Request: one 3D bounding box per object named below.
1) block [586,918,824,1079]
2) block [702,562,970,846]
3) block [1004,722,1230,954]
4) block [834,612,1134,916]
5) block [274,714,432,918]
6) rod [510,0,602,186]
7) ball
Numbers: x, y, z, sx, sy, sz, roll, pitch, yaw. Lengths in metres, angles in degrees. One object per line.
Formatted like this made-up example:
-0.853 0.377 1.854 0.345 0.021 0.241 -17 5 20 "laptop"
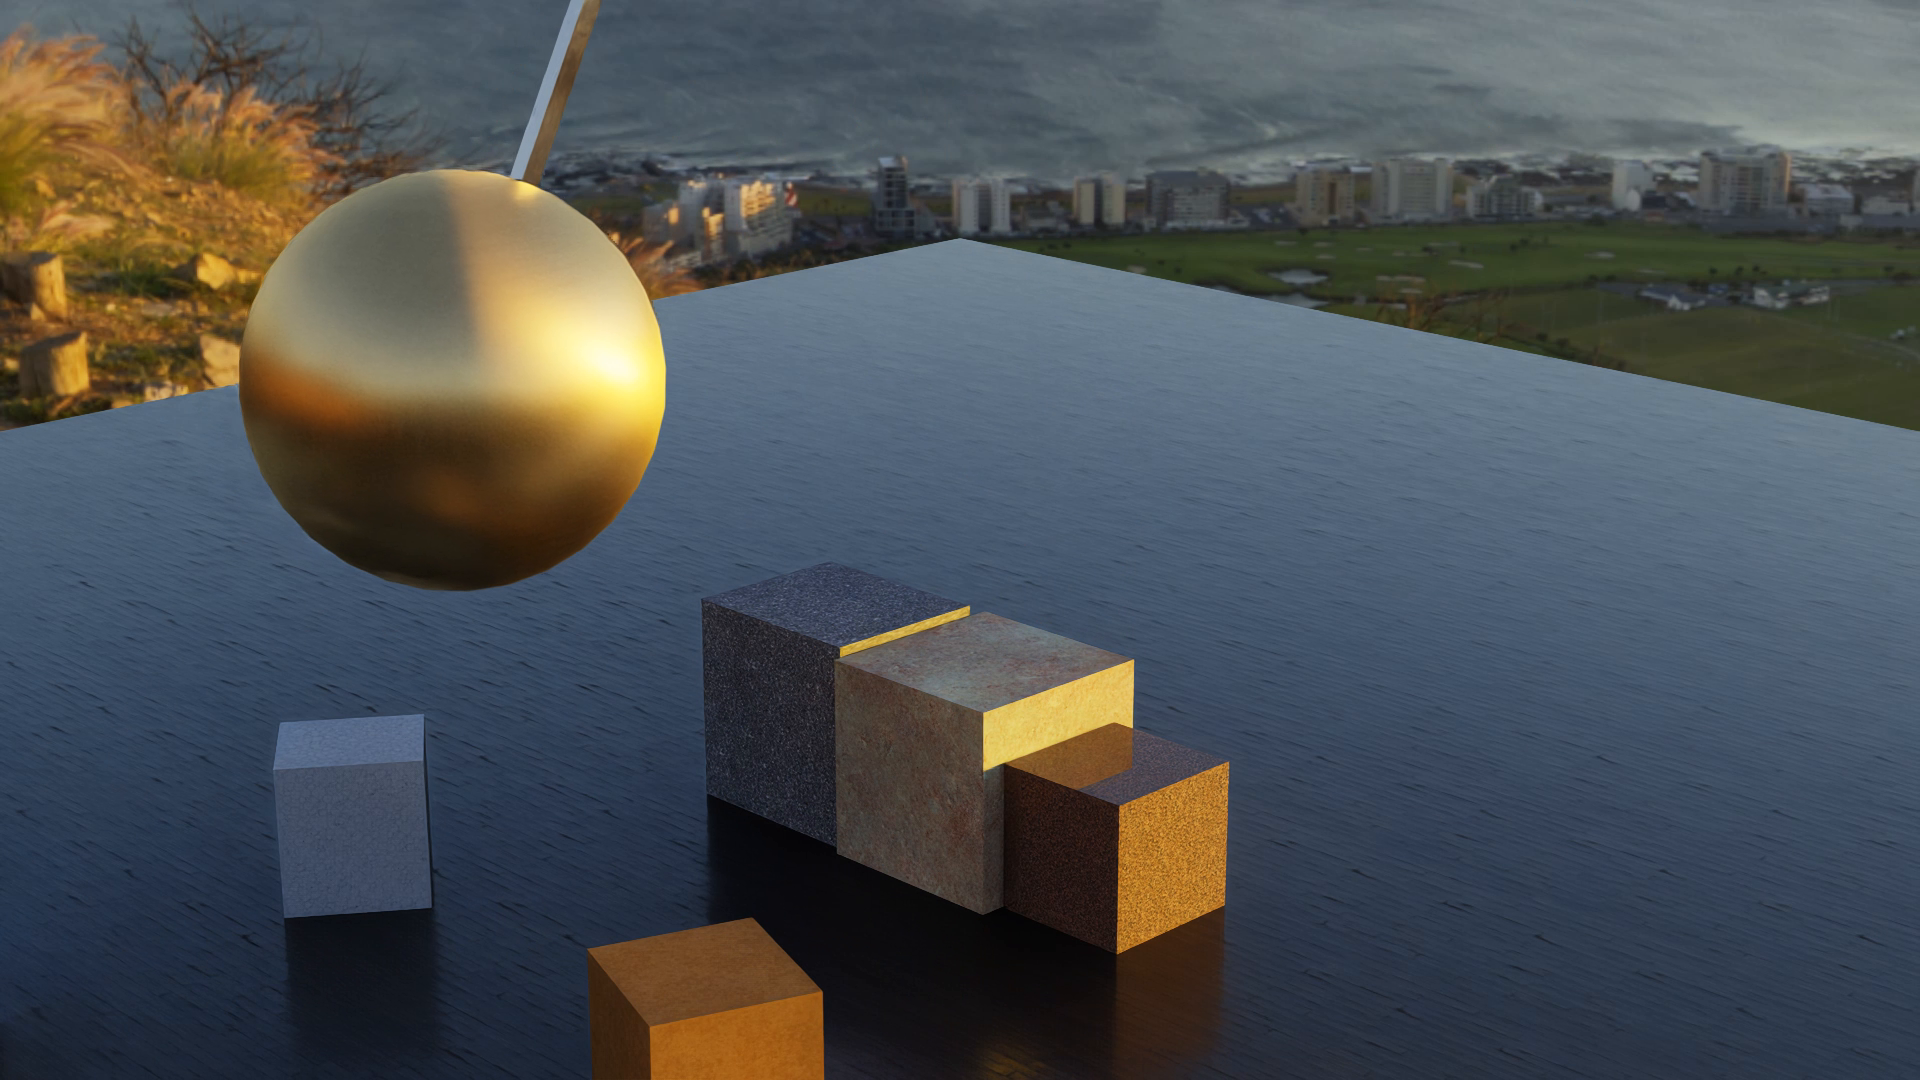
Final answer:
-0.960 1.932 11.057 0.672 0.684 0.712 -8 19 -24 "block"
-0.598 0.778 14.192 0.843 1.005 0.982 -17 24 -42 "block"
0.691 1.310 13.023 0.722 0.692 0.682 -17 24 -42 "block"
0.111 1.005 13.548 0.978 0.959 0.960 -17 24 -42 "block"
-2.728 1.238 13.227 0.646 0.707 0.581 -3 18 -9 "block"
-0.832 -3.824 11.268 0.080 5.200 0.080 17 -3 42 "rod"
-1.919 -0.605 11.140 1.600 1.600 1.600 0 17 0 "ball"
